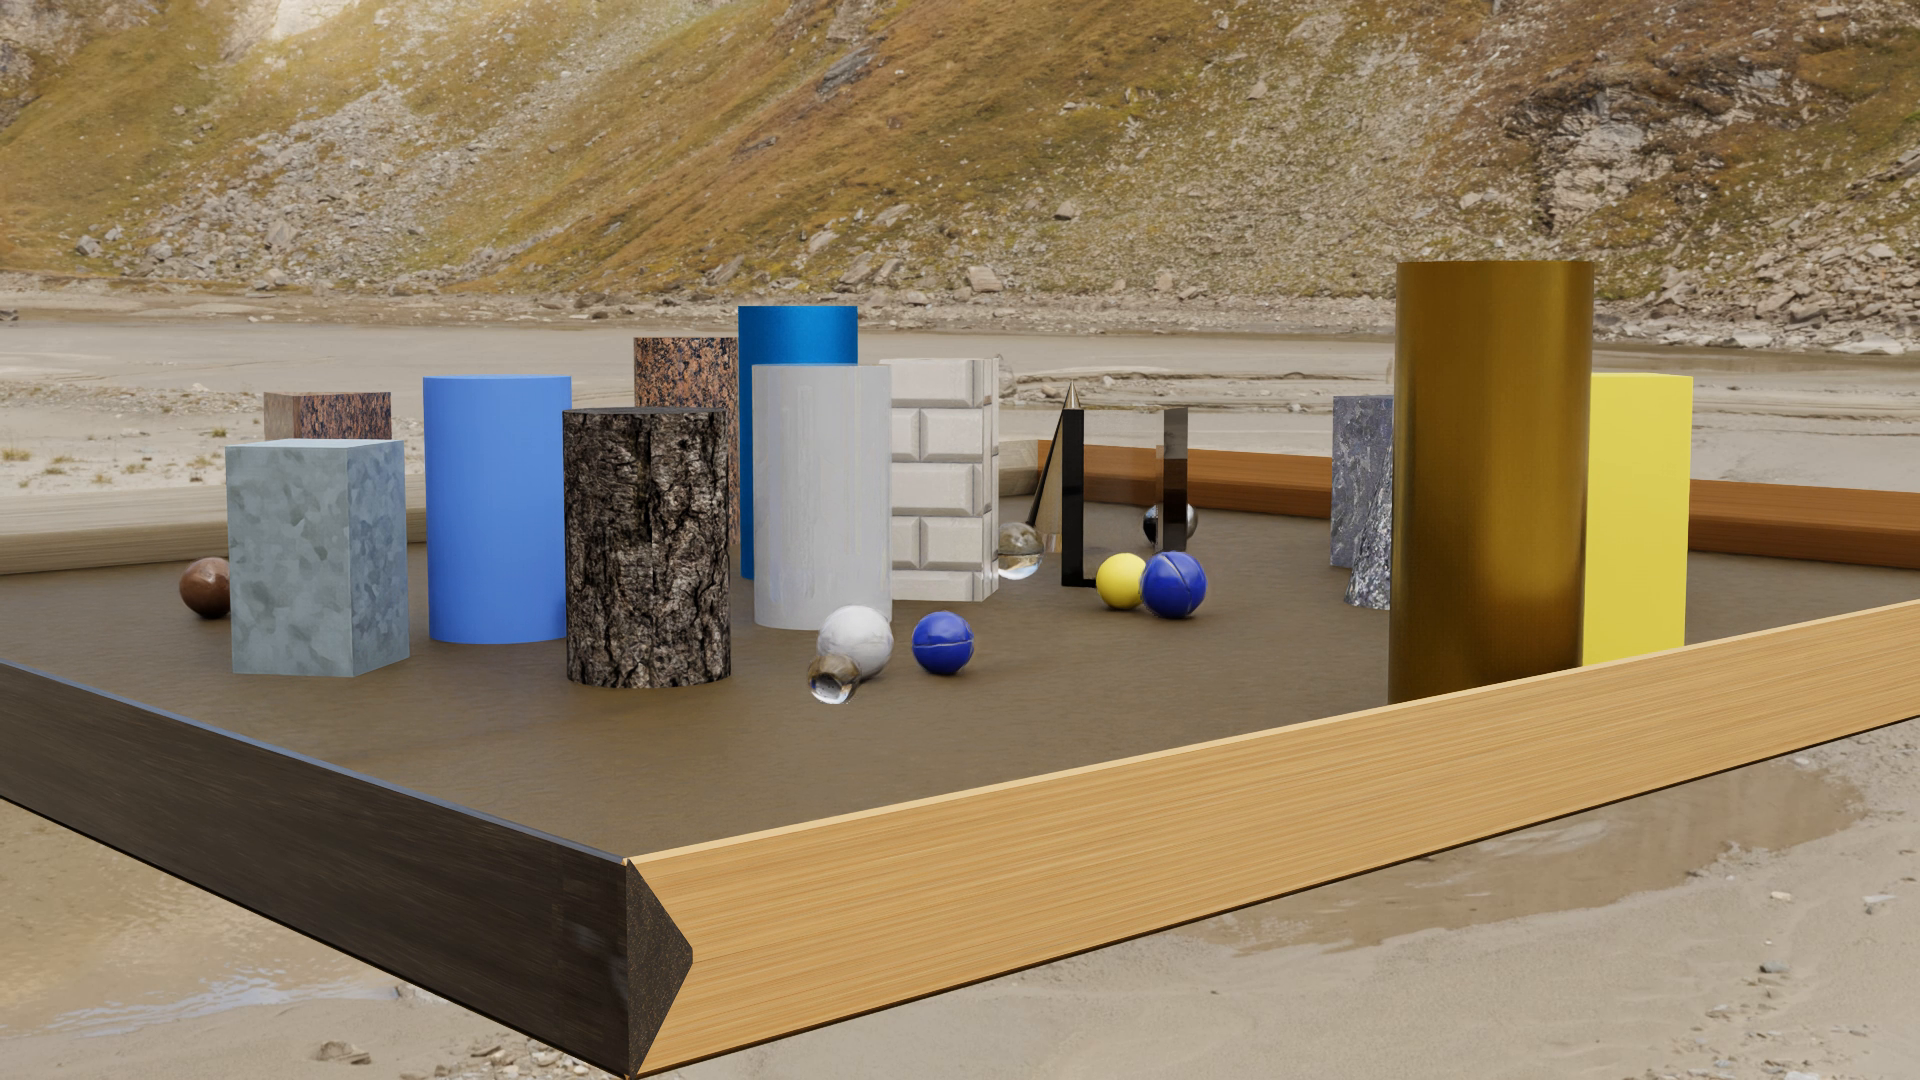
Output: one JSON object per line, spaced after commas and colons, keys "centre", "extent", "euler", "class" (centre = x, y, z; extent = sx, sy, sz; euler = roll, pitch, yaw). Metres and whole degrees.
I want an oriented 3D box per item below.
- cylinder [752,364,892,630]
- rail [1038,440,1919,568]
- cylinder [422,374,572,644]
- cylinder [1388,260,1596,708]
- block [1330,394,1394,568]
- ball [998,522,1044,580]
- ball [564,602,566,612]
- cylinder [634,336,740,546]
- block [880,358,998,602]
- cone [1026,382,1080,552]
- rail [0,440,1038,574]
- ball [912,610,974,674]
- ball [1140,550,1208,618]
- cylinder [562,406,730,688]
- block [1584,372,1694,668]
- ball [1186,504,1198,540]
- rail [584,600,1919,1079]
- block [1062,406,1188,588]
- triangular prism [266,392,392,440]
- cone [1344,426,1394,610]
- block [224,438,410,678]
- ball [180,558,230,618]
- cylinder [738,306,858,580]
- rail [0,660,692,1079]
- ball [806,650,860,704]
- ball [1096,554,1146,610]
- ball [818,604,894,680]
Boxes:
{"centre": [-0.197, -0.067, 3.158], "extent": [0.200, 0.368, 0.200], "euler": [0, 6, 0], "class": "cylinder"}
{"centre": [1.121, -0.073, 4.360], "extent": [0.045, 0.130, 2.792], "euler": [-5, 8, -42], "class": "rail"}
{"centre": [-0.634, -0.047, 3.032], "extent": [0.200, 0.355, 0.200], "euler": [0, 6, 0], "class": "cylinder"}
{"centre": [0.553, -0.041, 2.300], "extent": [0.200, 0.494, 0.200], "euler": [0, 6, 0], "class": "cylinder"}
{"centre": [0.760, -0.100, 3.823], "extent": [0.160, 0.297, 0.160], "euler": [-3, 7, -29], "class": "block"}
{"centre": [0.092, 0.017, 3.660], "extent": [0.096, 0.096, 0.096], "euler": [0, 6, 0], "class": "ball"}
{"centre": [-0.495, 0.091, 3.000], "extent": [0.087, 0.087, 0.087], "euler": [0, 6, 0], "class": "ball"}
{"centre": [-0.522, -0.190, 4.213], "extent": [0.200, 0.395, 0.200], "euler": [0, 6, 0], "class": "cylinder"}
{"centre": [-0.031, -0.099, 3.455], "extent": [0.160, 0.370, 0.160], "euler": [1, 6, 10], "class": "block"}
{"centre": [0.210, -0.145, 4.145], "extent": [0.200, 0.319, 0.200], "euler": [0, 6, 0], "class": "cone"}
{"centre": [-0.931, -0.071, 4.335], "extent": [3.097, 0.130, 0.045], "euler": [-5, 8, -42], "class": "rail"}
{"centre": [-0.021, 0.126, 2.704], "extent": [0.078, 0.078, 0.078], "euler": [0, 6, 0], "class": "ball"}
{"centre": [0.311, 0.064, 3.200], "extent": [0.098, 0.098, 0.098], "euler": [0, 6, 0], "class": "ball"}
{"centre": [-0.382, 0.004, 2.686], "extent": [0.200, 0.325, 0.200], "euler": [0, 6, 0], "class": "cylinder"}
{"centre": [0.768, -0.014, 2.643], "extent": [0.160, 0.369, 0.160], "euler": [0, 6, -1], "class": "block"}
{"centre": [0.414, -0.035, 4.226], "extent": [0.084, 0.084, 0.084], "euler": [0, 6, 0], "class": "ball"}
{"centre": [0.931, 0.138, 2.329], "extent": [3.097, 0.130, 0.045], "euler": [-5, 8, -42], "class": "rail"}
{"centre": [0.270, -0.072, 3.598], "extent": [0.160, 0.287, 0.160], "euler": [3, 7, 24], "class": "block"}
{"centre": [-0.857, -0.037, 3.038], "extent": [0.150, 0.333, 0.173], "euler": [-3, 7, -30], "class": "triangular prism"}
{"centre": [0.690, -0.096, 3.357], "extent": [0.200, 0.384, 0.200], "euler": [0, 6, 0], "class": "cone"}
{"centre": [-0.804, 0.018, 2.761], "extent": [0.160, 0.281, 0.160], "euler": [1, 6, 11], "class": "block"}
{"centre": [-1.093, 0.069, 3.209], "extent": [0.087, 0.087, 0.087], "euler": [0, 6, 0], "class": "ball"}
{"centre": [-0.271, -0.166, 3.699], "extent": [0.200, 0.453, 0.200], "euler": [0, 6, 0], "class": "cylinder"}
{"centre": [-1.121, 0.141, 2.303], "extent": [0.045, 0.130, 2.792], "euler": [-5, 8, -42], "class": "rail"}
{"centre": [-0.144, 0.156, 2.500], "extent": [0.060, 0.060, 0.060], "euler": [0, 6, 0], "class": "ball"}
{"centre": [0.246, 0.062, 3.290], "extent": [0.085, 0.085, 0.085], "euler": [0, 6, 0], "class": "ball"}
{"centre": [-0.126, 0.124, 2.656], "extent": [0.092, 0.092, 0.092], "euler": [0, 6, 0], "class": "ball"}
